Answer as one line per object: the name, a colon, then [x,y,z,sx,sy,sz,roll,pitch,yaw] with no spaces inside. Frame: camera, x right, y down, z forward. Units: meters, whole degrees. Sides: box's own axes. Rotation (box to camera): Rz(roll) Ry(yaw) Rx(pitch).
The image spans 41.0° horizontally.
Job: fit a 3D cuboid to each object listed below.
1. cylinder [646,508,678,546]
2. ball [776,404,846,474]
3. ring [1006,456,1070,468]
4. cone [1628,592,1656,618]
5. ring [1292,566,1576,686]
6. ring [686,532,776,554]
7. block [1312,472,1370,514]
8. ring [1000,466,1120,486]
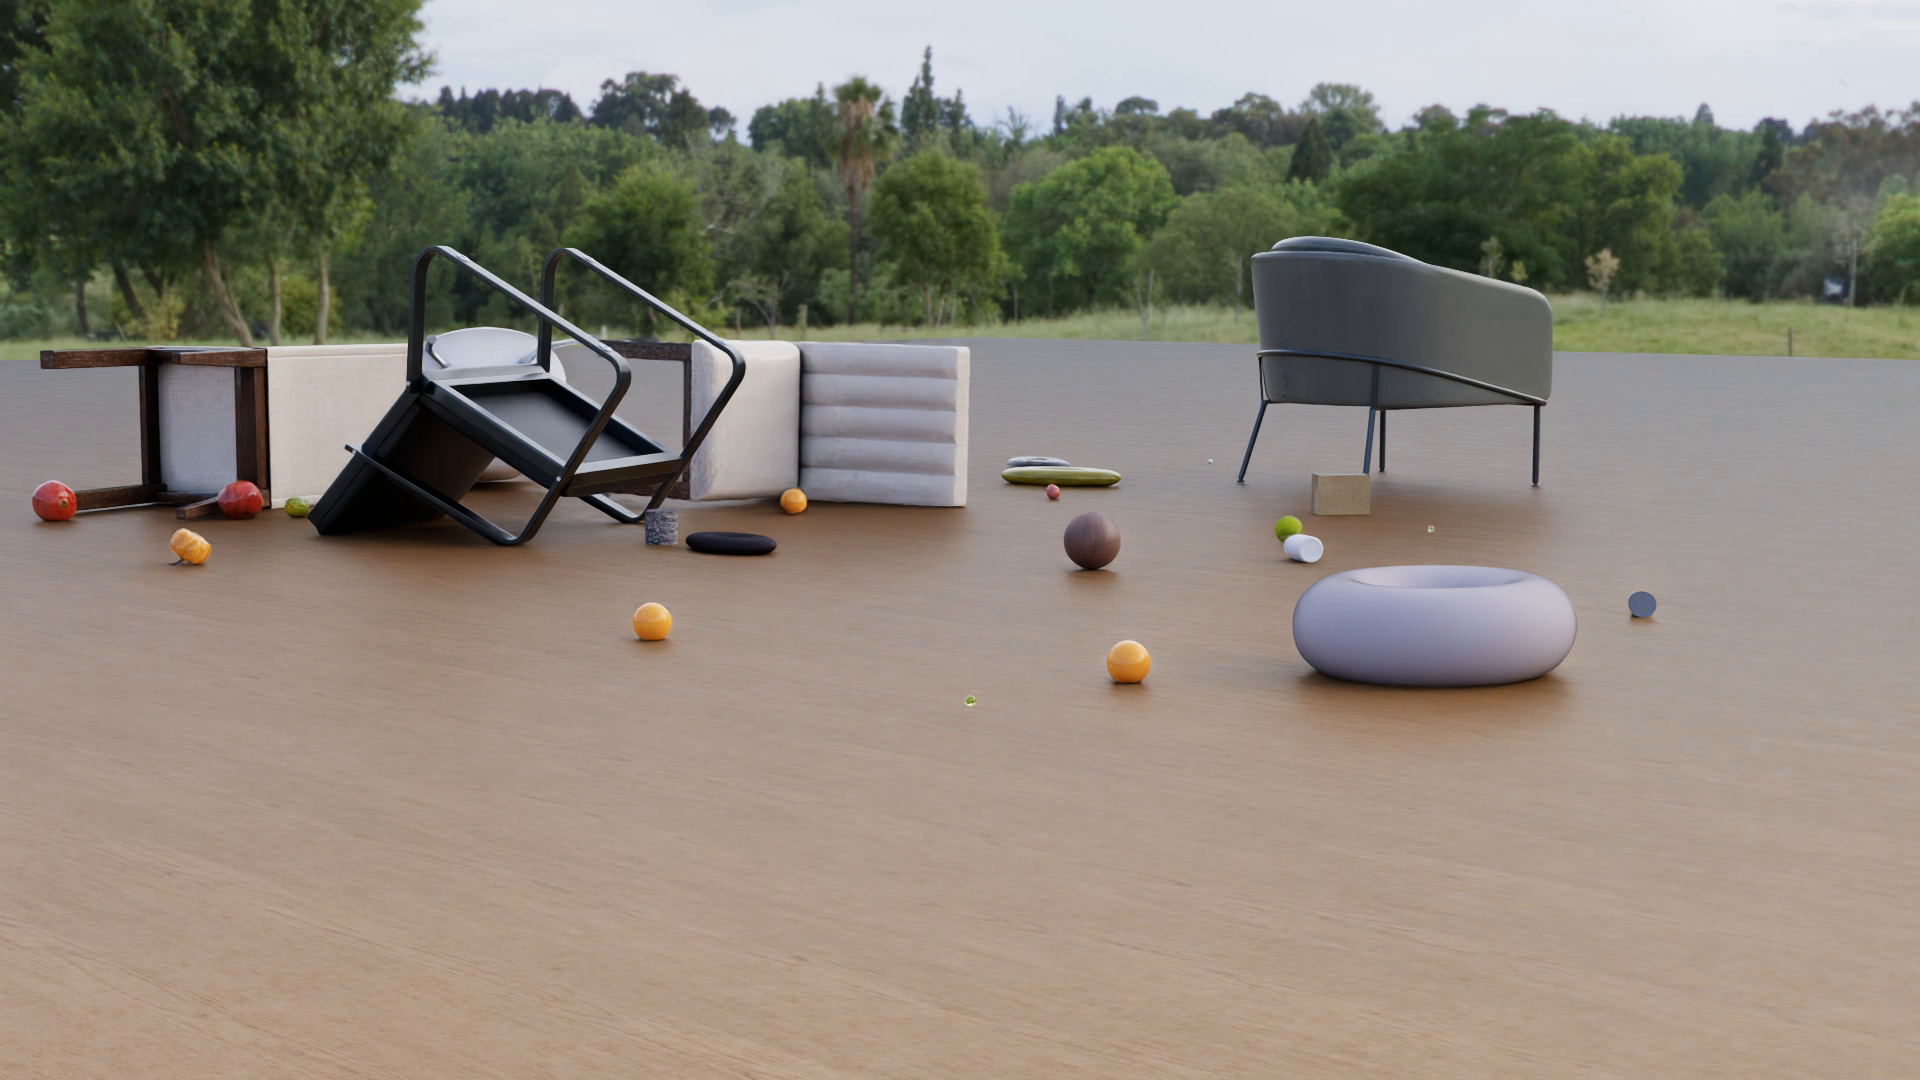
cylinder: [-0.736,-0.032,6.327,0.080,0.082,0.090,0,6,-5]
ball: [-0.498,-0.340,8.568,0.235,0.235,0.235,0,6,0]
ring: [0.262,-0.246,8.554,0.181,0.052,0.276,-3,7,-33]
cone: [1.319,0.134,4.996,0.056,0.053,0.062,-8,-17,-5]
ring: [0.789,0.141,4.269,0.478,0.163,0.404,-2,7,-13]
ring: [-0.550,0.007,6.156,0.285,0.040,0.152,5,7,44]
block: [1.057,-0.128,7.125,0.145,0.109,0.076,-1,6,-8]
ring: [0.318,-0.201,8.109,0.412,0.053,0.193,3,6,27]
